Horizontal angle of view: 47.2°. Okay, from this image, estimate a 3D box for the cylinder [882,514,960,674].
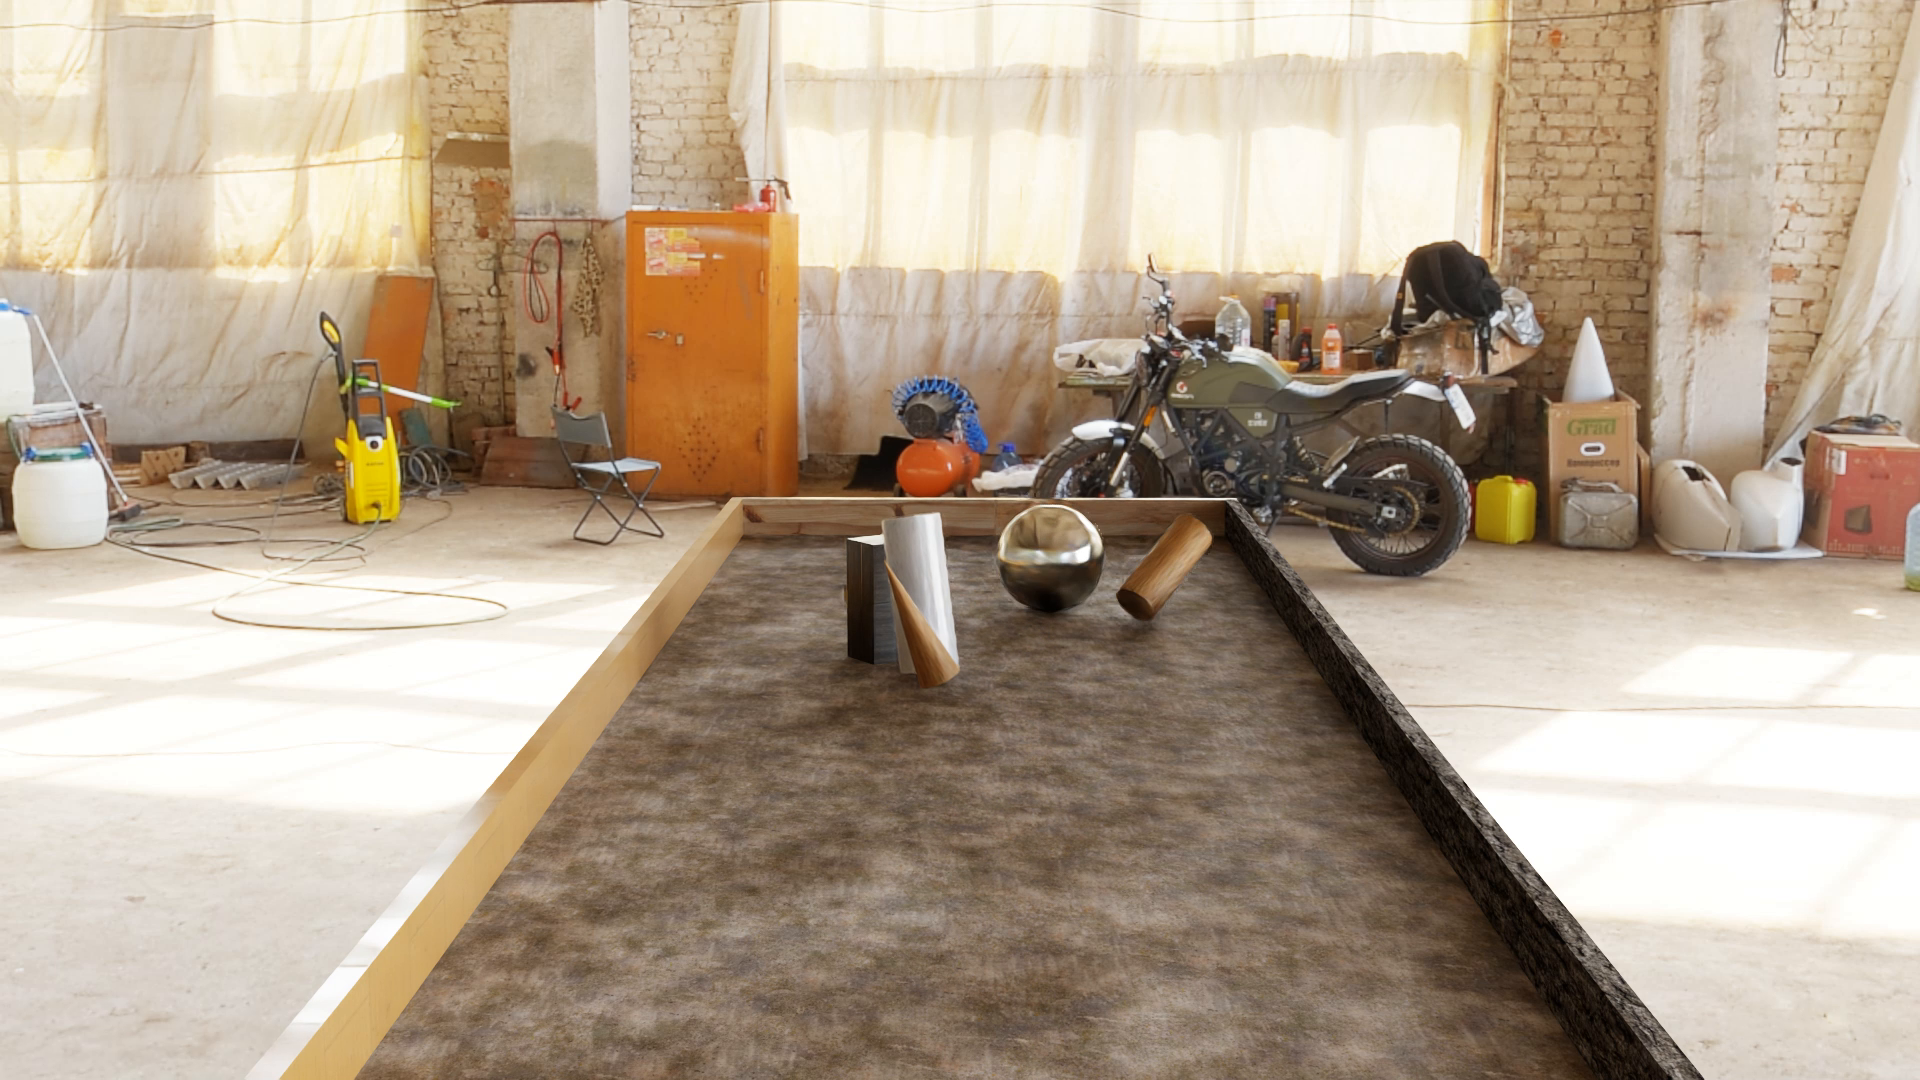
[{"bbox_3d":[-0.117,0.157,6.483,0.175,0.455,0.175,-7,0,0],"label":"cylinder"}]

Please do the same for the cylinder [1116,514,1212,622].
[{"bbox_3d":[0.684,0.093,7.338,0.147,0.147,0.365,9,49,45],"label":"cylinder"}]

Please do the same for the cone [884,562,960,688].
[{"bbox_3d":[-0.138,0.225,6.289,0.126,0.390,0.126,-23,14,6],"label":"cone"}]

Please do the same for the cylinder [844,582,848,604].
[{"bbox_3d":[-0.232,0.199,7.340,0.129,0.129,0.360,-7,11,-37],"label":"cylinder"}]

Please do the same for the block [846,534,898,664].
[{"bbox_3d":[-0.241,0.179,6.707,0.149,0.366,0.149,-6,11,-35],"label":"block"}]

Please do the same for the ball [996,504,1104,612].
[{"bbox_3d":[0.305,0.061,7.448,0.367,0.367,0.367,0,9,0],"label":"ball"}]

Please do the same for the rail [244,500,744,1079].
[{"bbox_3d":[-1.004,0.839,3.234,0.050,0.150,12.000,0,9,1],"label":"rail"}]

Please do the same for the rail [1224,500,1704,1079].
[{"bbox_3d":[1.046,0.843,3.208,0.050,0.150,12.000,0,9,1],"label":"rail"}]

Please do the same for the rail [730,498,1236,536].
[{"bbox_3d":[0.099,-0.098,9.147,2.100,0.150,0.050,0,9,1],"label":"rail"}]
